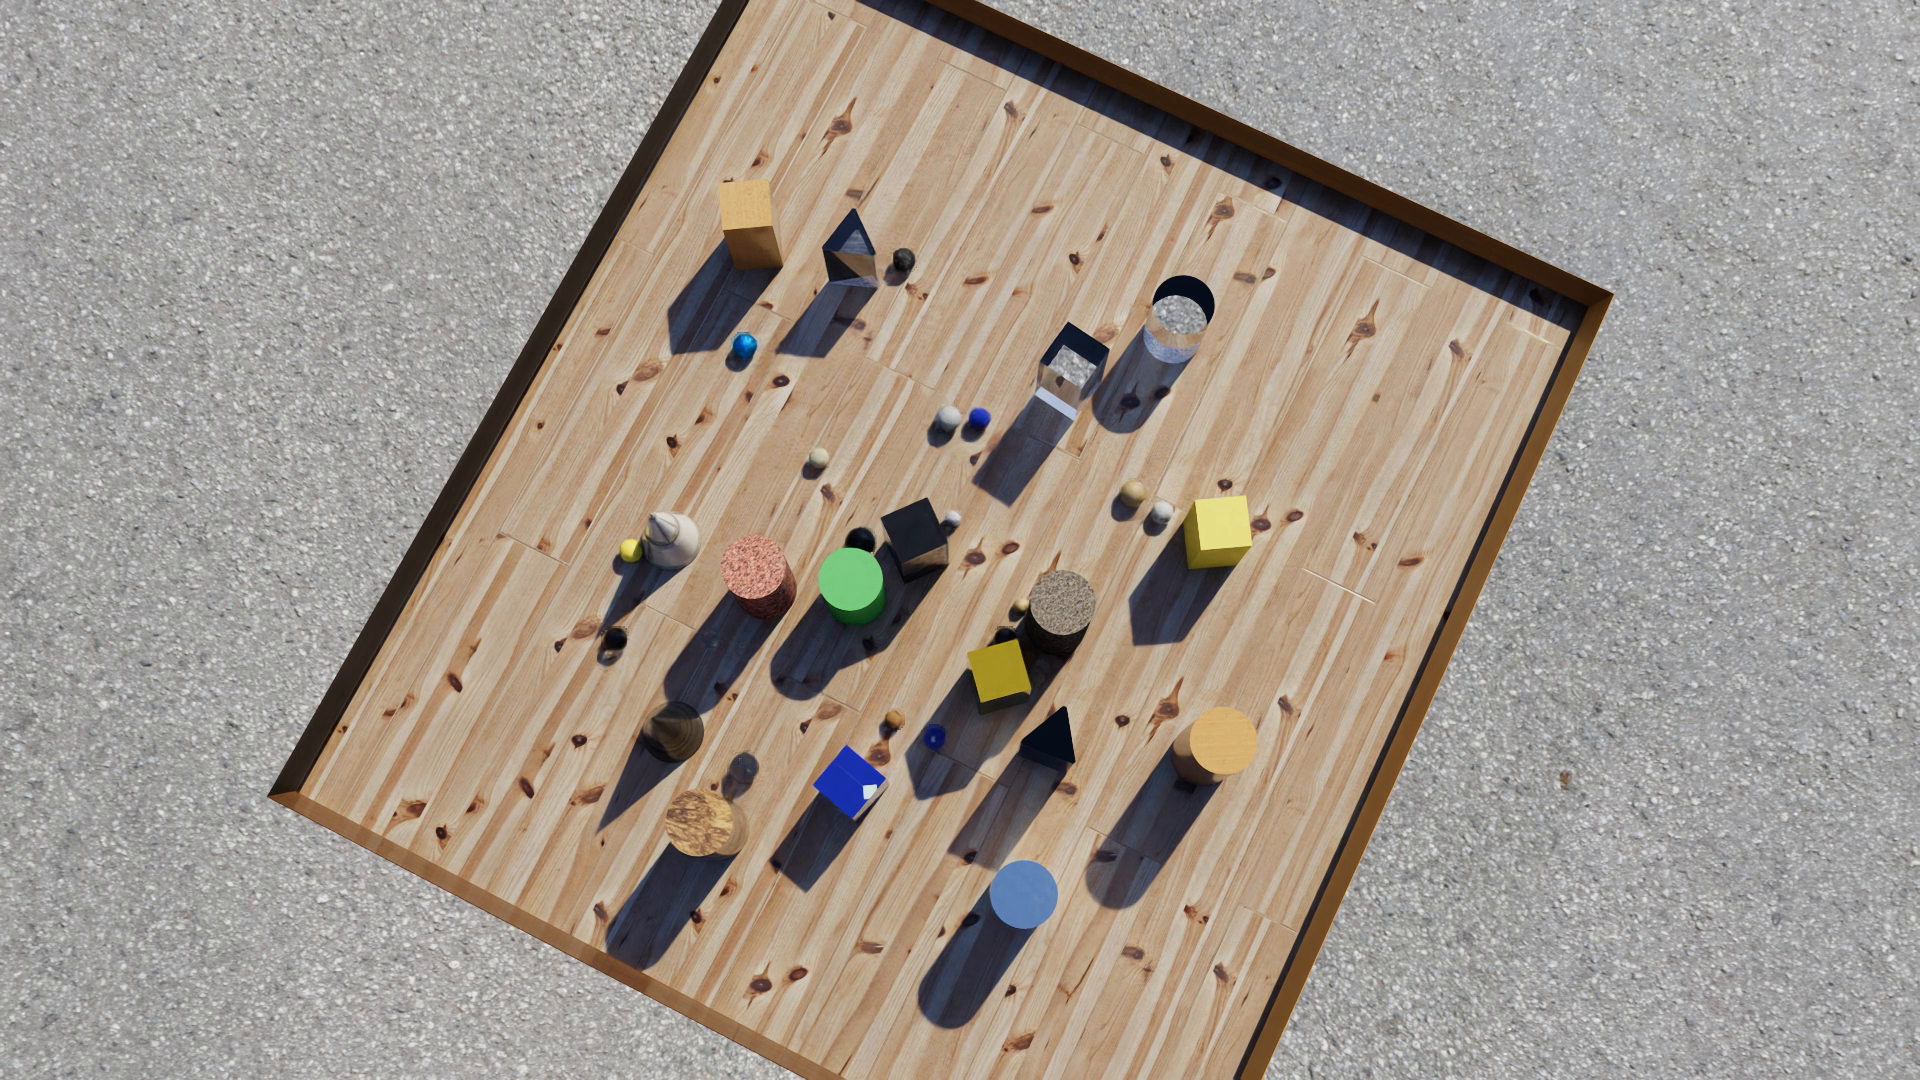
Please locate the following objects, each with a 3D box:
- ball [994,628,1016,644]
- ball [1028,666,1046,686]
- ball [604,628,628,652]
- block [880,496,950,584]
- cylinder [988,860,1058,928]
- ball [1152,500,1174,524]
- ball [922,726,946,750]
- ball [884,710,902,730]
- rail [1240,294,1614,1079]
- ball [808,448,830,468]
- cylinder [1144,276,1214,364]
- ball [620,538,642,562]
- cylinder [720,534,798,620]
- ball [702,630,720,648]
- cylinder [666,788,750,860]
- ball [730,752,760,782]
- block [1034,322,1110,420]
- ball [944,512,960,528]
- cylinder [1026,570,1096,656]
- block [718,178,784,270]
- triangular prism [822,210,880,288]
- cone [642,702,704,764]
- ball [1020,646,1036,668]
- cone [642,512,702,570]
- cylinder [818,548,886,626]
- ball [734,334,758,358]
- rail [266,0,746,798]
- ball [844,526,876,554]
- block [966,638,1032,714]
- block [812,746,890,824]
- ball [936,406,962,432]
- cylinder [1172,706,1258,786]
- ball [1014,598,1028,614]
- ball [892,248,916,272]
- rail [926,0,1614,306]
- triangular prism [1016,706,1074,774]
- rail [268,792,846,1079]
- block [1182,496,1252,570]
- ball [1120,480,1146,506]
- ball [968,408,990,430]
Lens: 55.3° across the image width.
[{"bbox_3d":[0.136,0.298,5.519,0.070,0.070,0.070,0,78,0],"label":"ball"},{"bbox_3d":[0.228,0.407,5.502,0.059,0.059,0.059,0,78,0],"label":"ball"},{"bbox_3d":[-1.037,0.300,5.516,0.074,0.074,0.074,0,78,0],"label":"ball"},{"bbox_3d":[-0.132,0.005,5.445,0.149,0.333,0.149,-24,79,-5],"label":"block"},{"bbox_3d":[0.177,1.012,5.221,0.186,0.364,0.186,0,78,0],"label":"cylinder"},{"bbox_3d":[0.619,-0.085,5.599,0.069,0.069,0.069,0,78,0],"label":"ball"},{"bbox_3d":[-0.077,0.590,5.459,0.068,0.068,0.068,0,78,0],"label":"ball"},{"bbox_3d":[-0.198,0.538,5.477,0.055,0.055,0.055,0,78,0],"label":"ball"},{"bbox_3d":[1.287,0.637,5.422,0.045,0.121,3.184,26,80,5],"label":"rail"},{"bbox_3d":[-0.434,-0.253,5.635,0.065,0.065,0.065,0,78,0],"label":"ball"},{"bbox_3d":[0.668,-0.673,5.608,0.186,0.289,0.186,0,78,0],"label":"cylinder"},{"bbox_3d":[-1.001,0.032,5.573,0.071,0.071,0.071,0,78,0],"label":"ball"},{"bbox_3d":[-0.589,0.114,5.404,0.186,0.370,0.186,0,78,0],"label":"cylinder"},{"bbox_3d":[-0.751,0.301,5.526,0.055,0.055,0.055,0,78,0],"label":"ball"},{"bbox_3d":[-0.718,0.817,5.241,0.186,0.404,0.186,0,78,0],"label":"cylinder"},{"bbox_3d":[-0.639,0.675,5.432,0.088,0.088,0.088,0,78,0],"label":"ball"},{"bbox_3d":[0.336,-0.507,5.542,0.149,0.351,0.149,34,80,7],"label":"block"},{"bbox_3d":[-0.023,-0.064,5.604,0.050,0.050,0.050,0,78,0],"label":"ball"},{"bbox_3d":[0.290,0.217,5.367,0.186,0.401,0.186,0,78,0],"label":"cylinder"},{"bbox_3d":[-0.639,-0.966,5.637,0.149,0.351,0.149,-6,78,-1],"label":"block"},{"bbox_3d":[-0.327,-0.903,5.654,0.161,0.293,0.140,6,78,1],"label":"triangular prism"},{"bbox_3d":[-0.860,0.536,5.303,0.186,0.396,0.186,0,78,0],"label":"cone"},{"bbox_3d":[0.199,0.351,5.512,0.063,0.063,0.063,0,78,0],"label":"ball"},{"bbox_3d":[-0.885,-0.038,5.422,0.186,0.395,0.186,0,78,0],"label":"cone"},{"bbox_3d":[-0.317,0.142,5.440,0.186,0.288,0.186,0,78,0],"label":"cylinder"},{"bbox_3d":[-0.669,-0.605,5.703,0.074,0.074,0.074,0,78,0],"label":"ball"},{"bbox_3d":[-1.287,-0.624,5.683,0.045,0.121,3.184,26,80,5],"label":"rail"},{"bbox_3d":[-0.303,0.007,5.567,0.093,0.093,0.093,0,78,0],"label":"ball"},{"bbox_3d":[0.111,0.404,5.365,0.149,0.328,0.149,-15,79,-3],"label":"block"},{"bbox_3d":[-0.315,0.714,5.336,0.149,0.260,0.149,39,81,7],"label":"block"},{"bbox_3d":[-0.036,-0.375,5.653,0.080,0.080,0.080,0,78,0],"label":"ball"},{"bbox_3d":[0.724,0.598,5.259,0.186,0.457,0.186,0,78,0],"label":"cylinder"},{"bbox_3d":[0.185,0.199,5.551,0.048,0.048,0.048,0,78,0],"label":"ball"},{"bbox_3d":[-0.176,-0.881,5.760,0.075,0.075,0.075,0,78,0],"label":"ball"},{"bbox_3d":[0.701,-1.367,5.836,2.926,0.121,0.045,26,80,5],"label":"rail"},{"bbox_3d":[0.270,0.567,5.313,0.161,0.365,0.140,21,79,4],"label":"triangular prism"},{"bbox_3d":[-0.701,1.380,5.268,2.926,0.121,0.045,26,80,5],"label":"rail"},{"bbox_3d":[0.765,-0.020,5.466,0.149,0.302,0.149,-5,78,-1],"label":"block"},{"bbox_3d":[0.530,-0.143,5.605,0.080,0.080,0.080,0,78,0],"label":"ball"},{"bbox_3d":[0.060,-0.375,5.659,0.069,0.069,0.069,0,78,0],"label":"ball"}]
